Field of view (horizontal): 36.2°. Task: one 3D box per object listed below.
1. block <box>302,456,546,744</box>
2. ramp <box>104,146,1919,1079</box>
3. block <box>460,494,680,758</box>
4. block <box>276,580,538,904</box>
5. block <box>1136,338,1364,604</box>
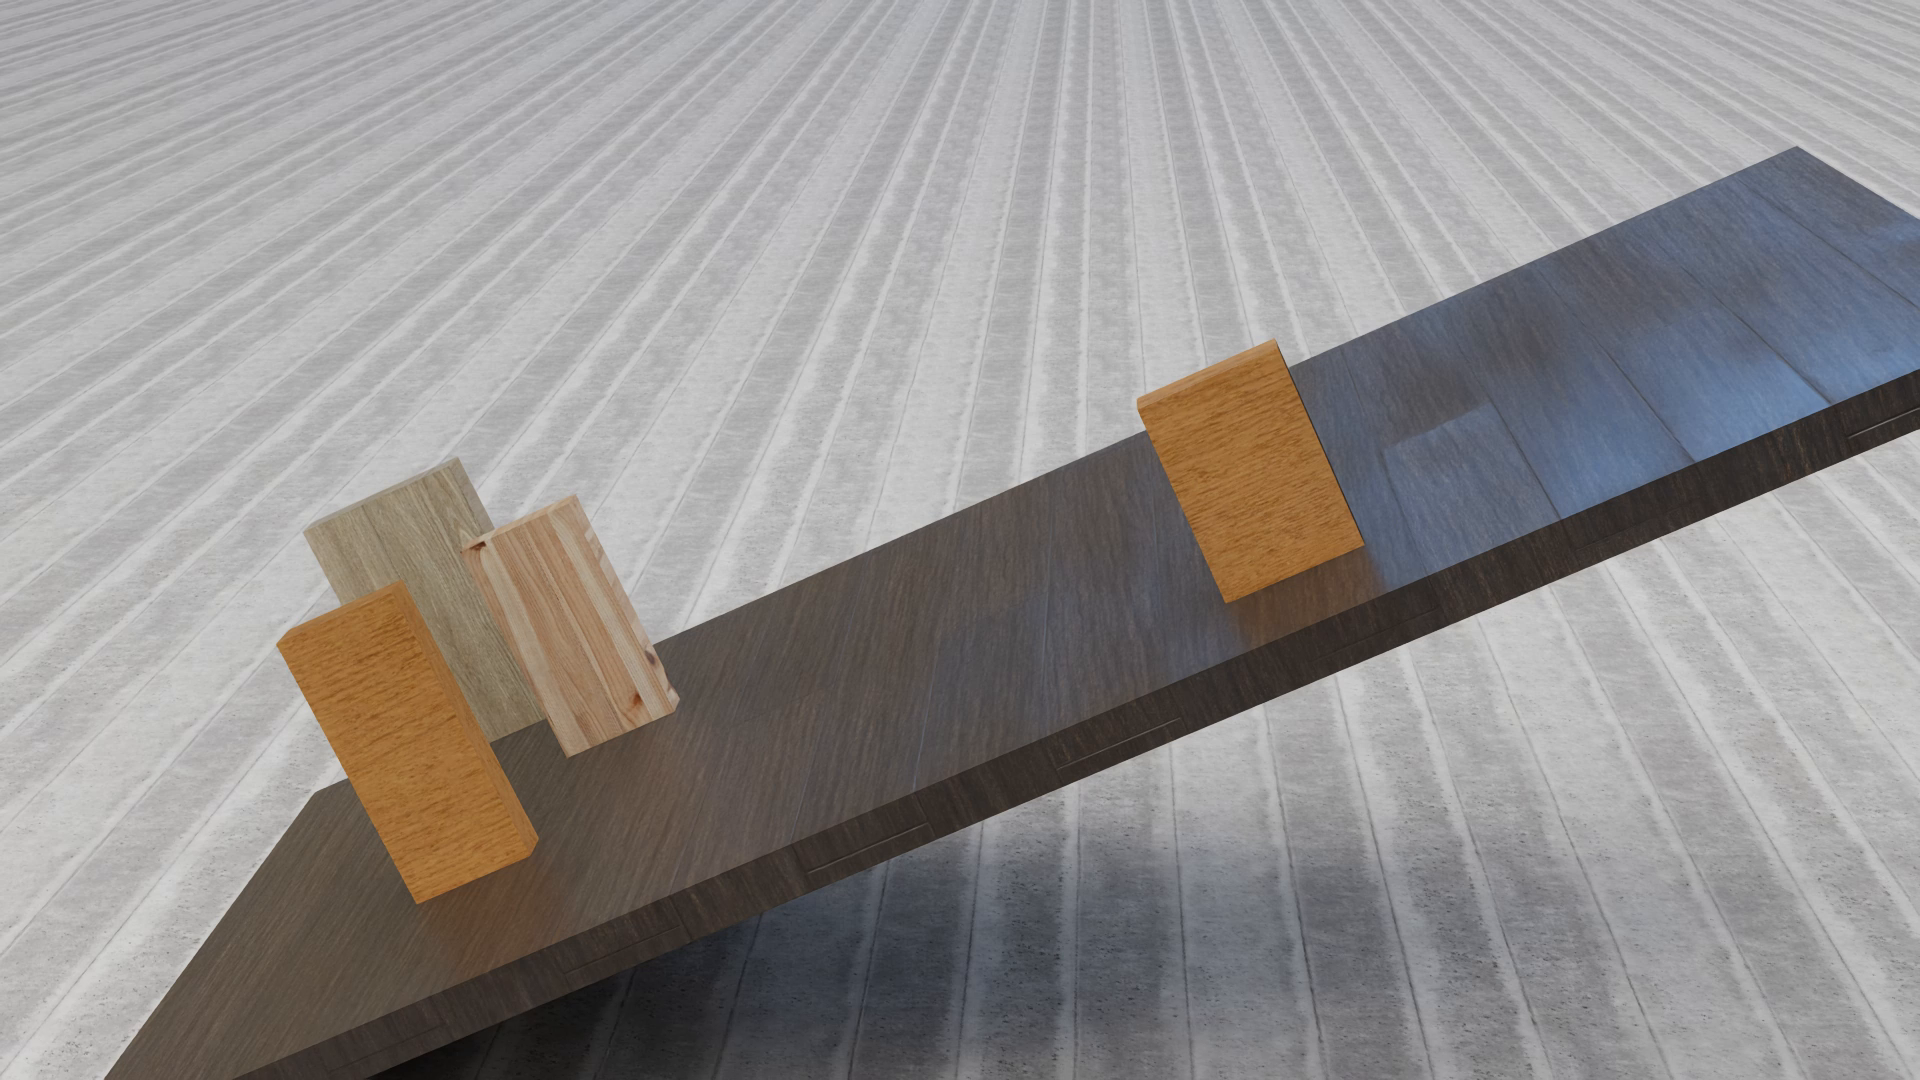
[{"bbox_3d":[-1.256,0.180,7.151,0.401,0.660,0.095,-23,13,9],"label":"block"},{"bbox_3d":[0.134,0.169,6.283,4.000,0.100,2.000,-23,13,9],"label":"ramp"},{"bbox_3d":[-0.881,0.196,6.665,0.274,0.534,0.090,-23,13,9],"label":"block"},{"bbox_3d":[-1.137,0.419,6.074,0.267,0.621,0.098,-23,13,9],"label":"block"},{"bbox_3d":[0.546,-0.129,5.537,0.283,0.412,0.095,-23,13,9],"label":"block"}]
